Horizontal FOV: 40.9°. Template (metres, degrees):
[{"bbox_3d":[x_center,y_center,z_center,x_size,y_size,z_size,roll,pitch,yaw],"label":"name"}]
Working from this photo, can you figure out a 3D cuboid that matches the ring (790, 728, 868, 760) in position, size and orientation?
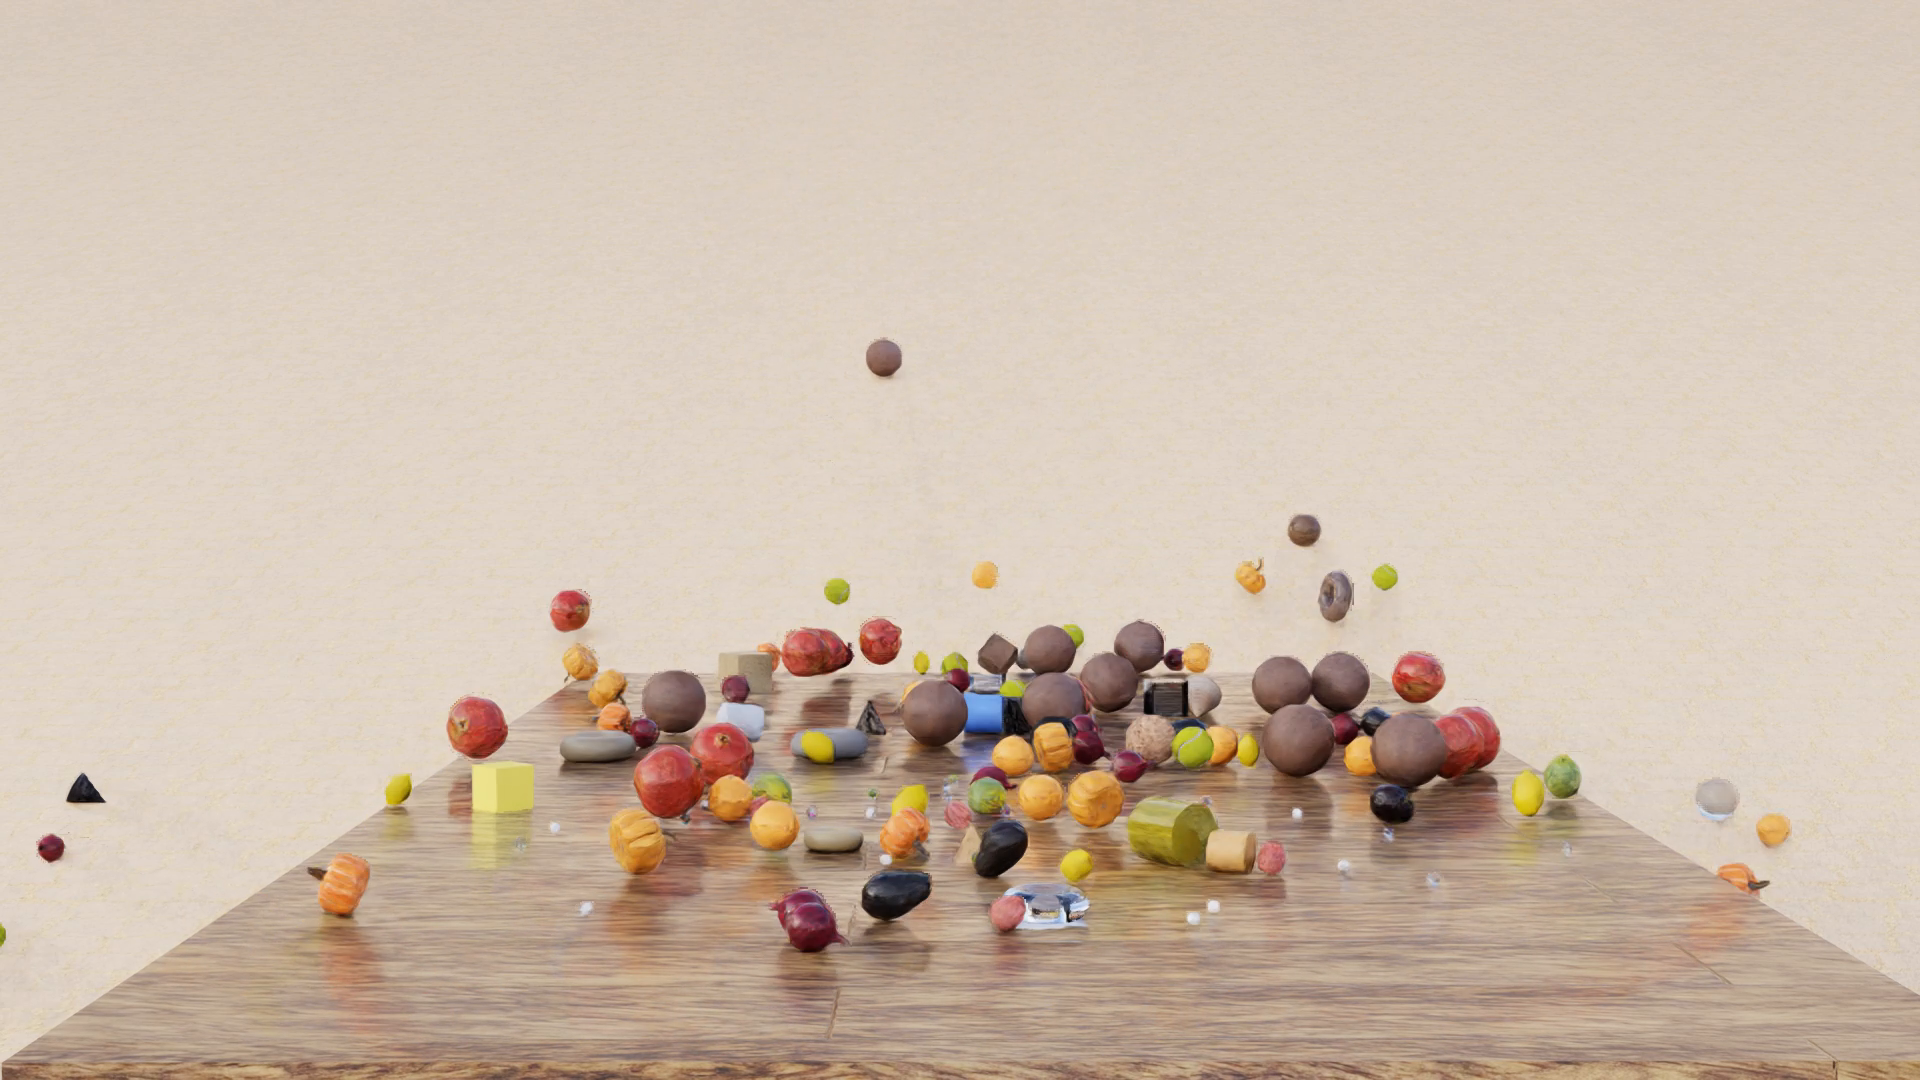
[{"bbox_3d":[-0.248,0.387,4.881,0.146,0.049,0.146,-1,2,0],"label":"ring"}]

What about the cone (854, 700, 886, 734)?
[{"bbox_3d":[-0.185,0.359,5.254,0.070,0.070,0.070,0,3,0],"label":"cone"}]

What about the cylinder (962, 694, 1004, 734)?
[{"bbox_3d":[0.048,0.353,5.242,0.080,0.080,0.080,1,23,5],"label":"cylinder"}]

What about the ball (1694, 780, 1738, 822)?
[{"bbox_3d":[1.765,0.608,6.005,0.097,0.097,0.097,0,23,0],"label":"ball"}]

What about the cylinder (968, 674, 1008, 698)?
[{"bbox_3d":[0.062,0.334,5.713,0.071,0.071,0.071,-5,21,16],"label":"cylinder"}]

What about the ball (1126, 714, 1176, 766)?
[{"bbox_3d":[0.353,0.369,4.752,0.094,0.094,0.094,0,23,0],"label":"ball"}]

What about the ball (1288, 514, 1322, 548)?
[{"bbox_3d":[1.007,-0.028,7.520,0.097,0.097,0.097,0,23,0],"label":"ball"}]

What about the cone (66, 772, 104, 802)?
[{"bbox_3d":[-2.061,0.603,6.096,0.078,0.078,0.078,27,23,-5],"label":"cone"}]

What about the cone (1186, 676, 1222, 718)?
[{"bbox_3d":[0.515,0.359,5.564,0.094,0.094,0.094,4,30,9],"label":"cone"}]

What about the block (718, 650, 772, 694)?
[{"bbox_3d":[-0.509,0.312,6.080,0.090,0.090,0.090,-2,3,-36],"label":"block"}]

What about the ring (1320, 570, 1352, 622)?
[{"bbox_3d":[1.021,0.154,7.006,0.047,0.141,0.141,7,20,-18],"label":"ring"}]

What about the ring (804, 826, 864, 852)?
[{"bbox_3d":[-0.188,0.443,3.815,0.090,0.030,0.090,1,2,0],"label":"ring"}]

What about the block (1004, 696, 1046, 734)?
[{"bbox_3d":[0.131,0.359,5.280,0.068,0.068,0.068,-1,3,-27],"label":"block"}]

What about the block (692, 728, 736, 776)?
[{"bbox_3d":[-0.446,0.383,4.651,0.076,0.076,0.076,0,3,-8],"label":"block"}]

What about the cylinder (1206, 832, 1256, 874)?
[{"bbox_3d":[0.381,0.438,3.614,0.055,0.055,0.055,1,22,23],"label":"cylinder"}]

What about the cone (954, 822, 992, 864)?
[{"bbox_3d":[0.018,0.434,3.716,0.056,0.056,0.056,0,3,0],"label":"cone"}]

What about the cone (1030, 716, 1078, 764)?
[{"bbox_3d":[0.180,0.393,4.812,0.093,0.093,0.093,-1,29,-3],"label":"cone"}]

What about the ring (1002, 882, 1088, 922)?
[{"bbox_3d":[0.109,0.463,3.282,0.112,0.037,0.112,1,3,0],"label":"ring"}]

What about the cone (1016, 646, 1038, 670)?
[{"bbox_3d":[0.189,0.319,6.679,0.066,0.066,0.066,-9,23,-21],"label":"cone"}]

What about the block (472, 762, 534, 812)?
[{"bbox_3d":[-0.750,0.405,4.223,0.071,0.071,0.071,-2,3,-43],"label":"block"}]

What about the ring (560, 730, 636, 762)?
[{"bbox_3d":[-0.684,0.389,4.853,0.143,0.048,0.143,-1,4,0],"label":"ring"}]

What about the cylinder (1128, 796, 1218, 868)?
[{"bbox_3d":[0.304,0.418,3.681,0.091,0.091,0.091,-18,13,-36],"label":"cylinder"}]

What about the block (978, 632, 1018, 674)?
[{"bbox_3d":[0.091,0.282,6.235,0.069,0.069,0.069,33,69,16],"label":"block"}]

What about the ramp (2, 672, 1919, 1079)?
[{"bbox_3d":[0.053,0.476,4.536,2.000,0.100,4.000,0,3,0],"label":"ramp"}]

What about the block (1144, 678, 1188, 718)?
[{"bbox_3d":[0.446,0.342,5.567,0.077,0.077,0.077,-1,3,-11],"label":"block"}]
